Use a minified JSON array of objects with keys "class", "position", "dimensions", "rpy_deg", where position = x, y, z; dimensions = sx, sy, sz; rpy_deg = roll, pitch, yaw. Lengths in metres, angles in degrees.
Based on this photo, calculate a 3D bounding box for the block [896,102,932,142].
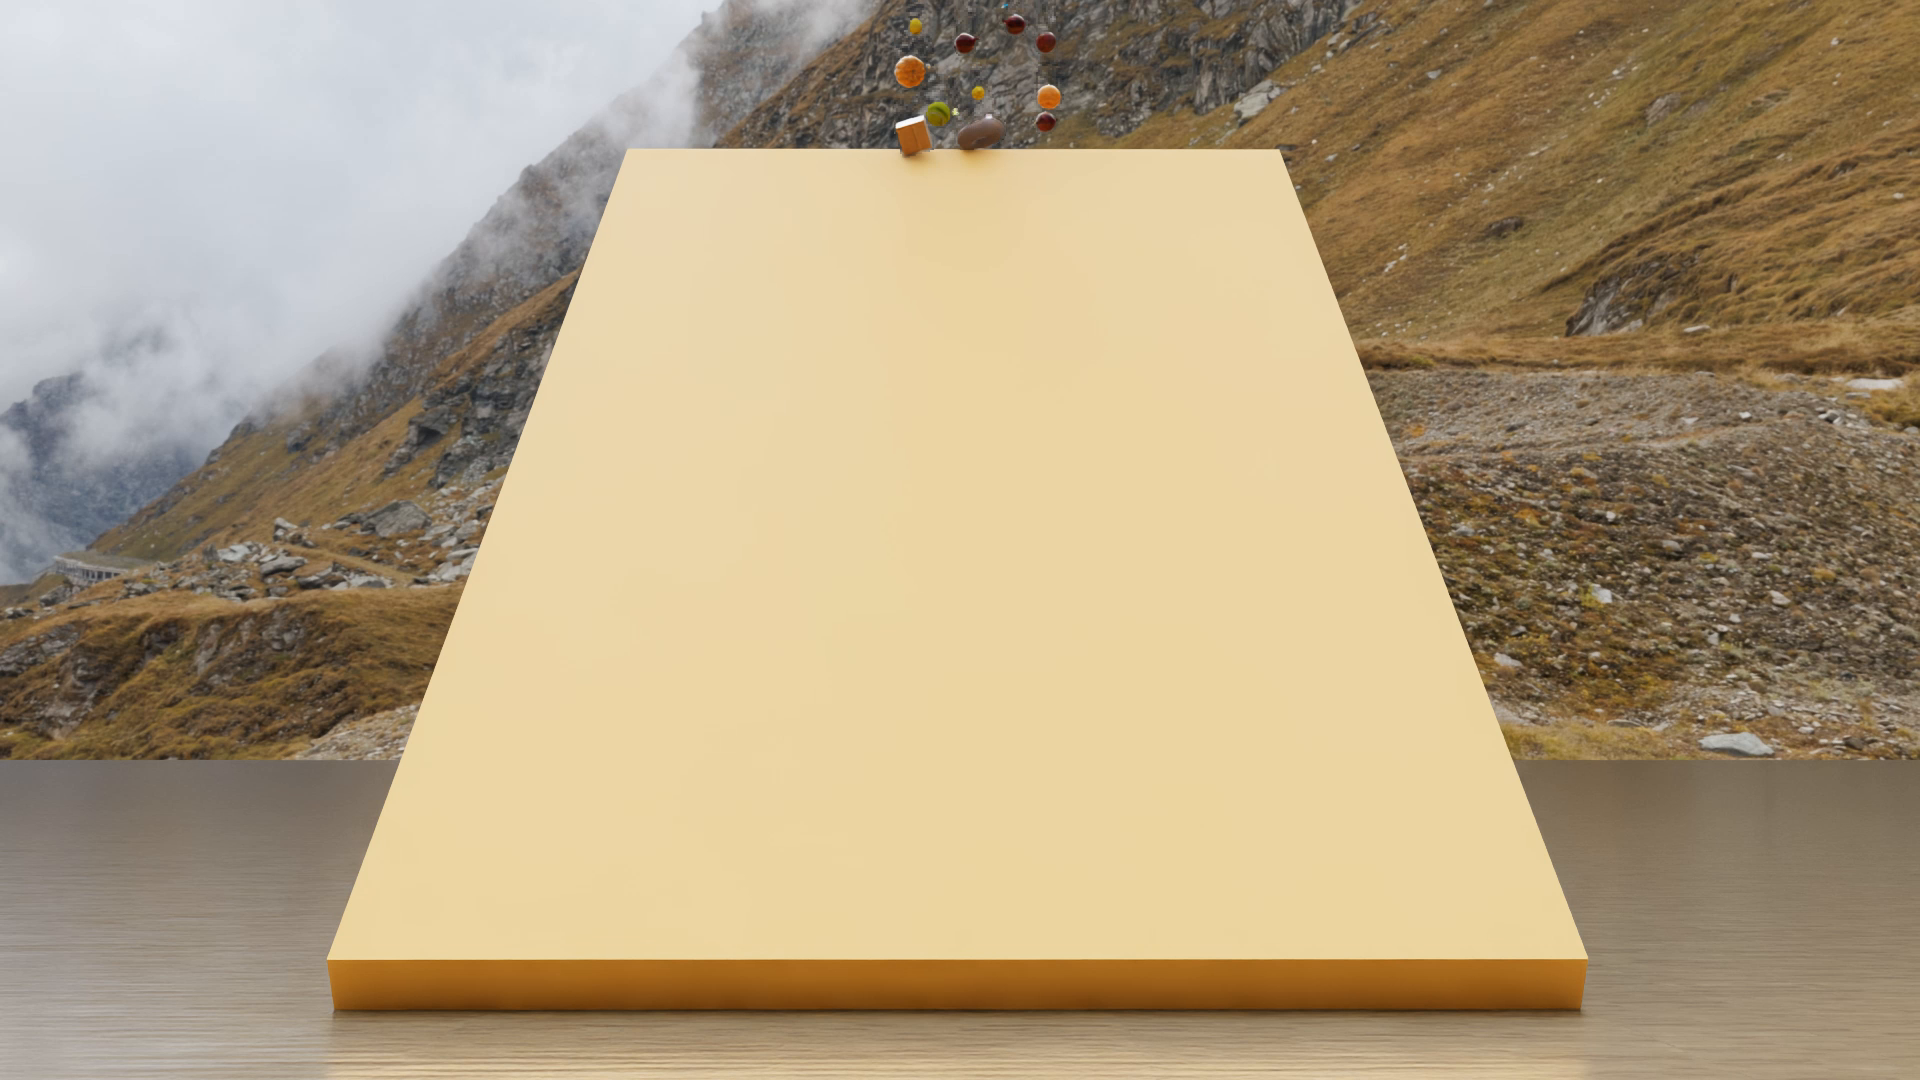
[{"class":"block","position":[-0.139,-1.271,7.246],"dimensions":[0.087,0.087,0.087],"rpy_deg":[-15,19,7]}]

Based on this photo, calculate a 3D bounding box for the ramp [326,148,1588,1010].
[{"class":"ramp","position":[-0.011,-0.224,5.570],"dimensions":[2.000,0.100,4.000],"rpy_deg":[0,28,0]}]

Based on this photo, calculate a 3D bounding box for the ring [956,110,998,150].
[{"class":"ring","position":[0.051,-1.255,7.297],"dimensions":[0.150,0.050,0.150],"rpy_deg":[-30,-22,-14]}]
